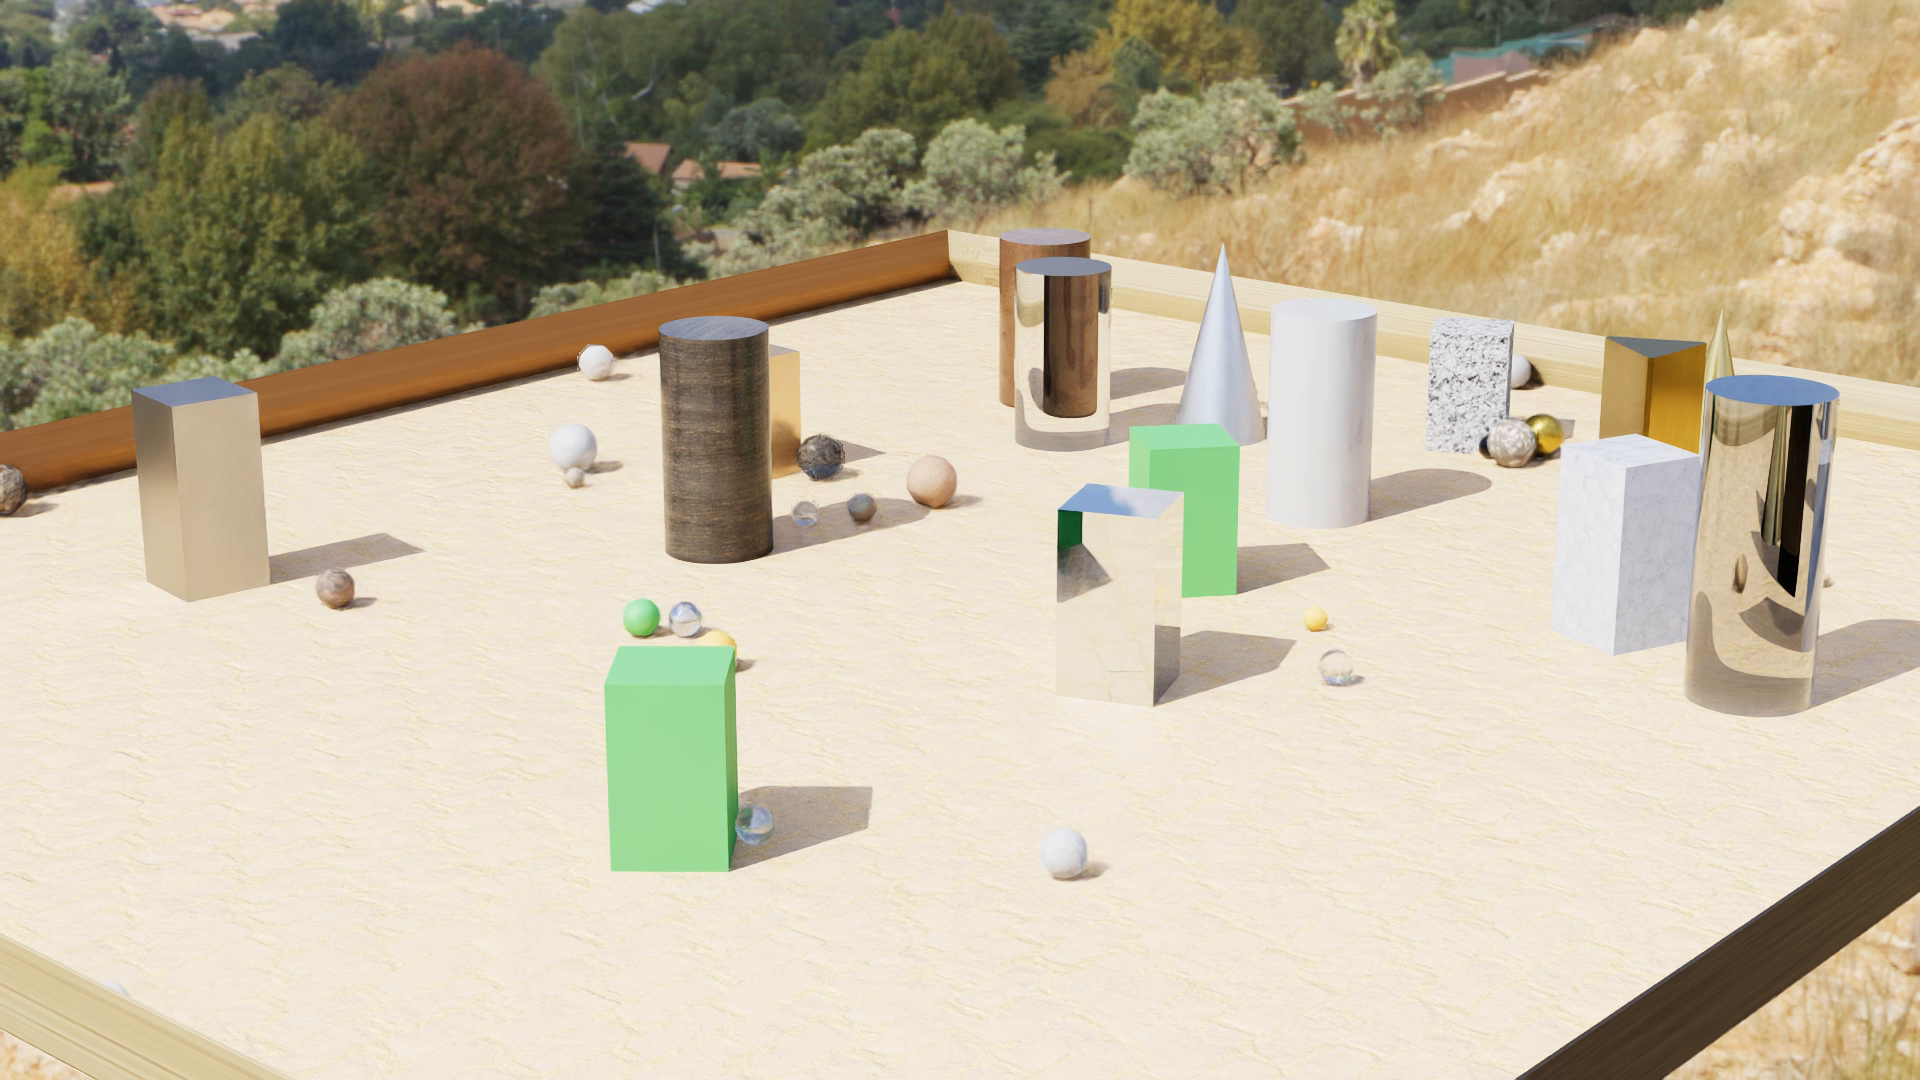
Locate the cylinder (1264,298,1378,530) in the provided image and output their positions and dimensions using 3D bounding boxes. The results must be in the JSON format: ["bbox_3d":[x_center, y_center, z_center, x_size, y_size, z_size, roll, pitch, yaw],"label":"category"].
[{"bbox_3d":[0.684,-0.241,5.561,0.199,0.401,0.199,0,17,0],"label":"cylinder"}]

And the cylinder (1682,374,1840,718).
[{"bbox_3d":[1.245,0.008,4.566,0.199,0.498,0.199,0,17,0],"label":"cylinder"}]

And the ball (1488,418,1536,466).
[{"bbox_3d":[1.118,-0.198,5.942,0.098,0.098,0.098,0,17,0],"label":"ball"}]

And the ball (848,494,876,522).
[{"bbox_3d":[-0.186,-0.061,5.563,0.055,0.055,0.055,0,17,0],"label":"ball"}]

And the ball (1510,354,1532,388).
[{"bbox_3d":[1.243,-0.379,6.580,0.078,0.078,0.078,0,17,0],"label":"ball"}]

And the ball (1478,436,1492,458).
[{"bbox_3d":[1.086,-0.191,6.008,0.047,0.047,0.047,0,17,0],"label":"ball"}]

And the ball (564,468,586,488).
[{"bbox_3d":[-0.760,-0.122,5.791,0.041,0.041,0.041,0,17,0],"label":"ball"}]

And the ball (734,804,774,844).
[{"bbox_3d":[-0.284,0.394,4.053,0.055,0.055,0.055,0,17,0],"label":"ball"}]

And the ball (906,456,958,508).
[{"bbox_3d":[-0.054,-0.113,5.658,0.100,0.100,0.100,0,17,0],"label":"ball"}]

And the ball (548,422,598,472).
[{"bbox_3d":[-0.779,-0.186,5.900,0.100,0.100,0.100,0,17,0],"label":"ball"}]

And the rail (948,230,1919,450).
[{"bbox_3d":[1.321,-0.406,6.577,3.626,0.130,0.045,14,22,39],"label":"rail"}]

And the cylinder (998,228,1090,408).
[{"bbox_3d":[0.185,-0.485,6.432,0.199,0.367,0.199,0,17,0],"label":"cylinder"}]

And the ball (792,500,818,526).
[{"bbox_3d":[-0.292,-0.050,5.537,0.049,0.049,0.049,0,17,0],"label":"ball"}]

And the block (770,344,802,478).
[{"bbox_3d":[-0.432,-0.258,5.880,0.160,0.249,0.160,-15,22,-41],"label":"block"}]

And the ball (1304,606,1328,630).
[{"bbox_3d":[0.601,0.132,4.947,0.041,0.041,0.041,0,17,0],"label":"ball"}]

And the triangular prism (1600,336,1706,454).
[{"bbox_3d":[1.208,-0.152,5.250,0.173,0.410,0.150,-16,23,-42],"label":"triangular prism"}]

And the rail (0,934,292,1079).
[{"bbox_3d":[-1.321,0.471,3.663,3.626,0.130,0.045,14,22,39],"label":"rail"}]

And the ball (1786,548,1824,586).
[{"bbox_3d":[1.492,0.048,5.178,0.067,0.067,0.067,0,17,0],"label":"ball"}]

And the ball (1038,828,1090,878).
[{"bbox_3d":[0.140,0.421,3.941,0.068,0.068,0.068,0,17,0],"label":"ball"}]

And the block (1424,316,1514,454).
[{"bbox_3d":[1.059,-0.321,6.087,0.160,0.251,0.160,4,17,13],"label":"block"}]

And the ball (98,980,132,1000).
[{"bbox_3d":[-1.018,0.557,3.491,0.066,0.066,0.066,0,17,0],"label":"ball"}]

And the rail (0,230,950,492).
[{"bbox_3d":[-1.351,-0.306,6.243,0.045,0.130,4.077,14,22,39],"label":"rail"}]

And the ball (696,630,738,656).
[{"bbox_3d":[-0.394,0.179,4.746,0.066,0.066,0.066,0,17,0],"label":"ball"}]

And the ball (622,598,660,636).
[{"bbox_3d":[-0.534,0.130,4.915,0.064,0.064,0.064,0,17,0],"label":"ball"}]

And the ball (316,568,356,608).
[{"bbox_3d":[-1.078,0.083,5.061,0.068,0.068,0.068,0,17,0],"label":"ball"}]

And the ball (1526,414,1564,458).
[{"bbox_3d":[1.193,-0.215,6.014,0.089,0.089,0.089,0,17,0],"label":"ball"}]

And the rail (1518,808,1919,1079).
[{"bbox_3d":[1.351,0.371,3.996,0.045,0.130,4.077,14,22,39],"label":"rail"}]

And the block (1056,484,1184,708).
[{"bbox_3d":[0.253,0.085,4.640,0.160,0.307,0.160,6,18,18],"label":"block"}]

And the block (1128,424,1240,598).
[{"bbox_3d":[0.392,-0.052,5.159,0.160,0.270,0.160,-3,17,-9],"label":"block"}]

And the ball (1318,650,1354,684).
[{"bbox_3d":[0.600,0.203,4.683,0.057,0.057,0.057,0,17,0],"label":"ball"}]

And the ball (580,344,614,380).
[{"bbox_3d":[-0.823,-0.402,6.651,0.081,0.081,0.081,0,17,0],"label":"ball"}]

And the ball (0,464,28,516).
[{"bbox_3d":[-1.833,-0.096,5.604,0.098,0.098,0.098,0,17,0],"label":"ball"}]

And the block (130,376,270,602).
[{"bbox_3d":[-1.333,-0.091,5.150,0.160,0.351,0.160,-14,22,-38],"label":"block"}]

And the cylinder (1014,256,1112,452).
[{"bbox_3d":[0.214,-0.388,6.102,0.199,0.370,0.199,0,17,0],"label":"cylinder"}]

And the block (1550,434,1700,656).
[{"bbox_3d":[1.106,0.006,4.879,0.160,0.321,0.160,-9,19,-27],"label":"block"}]

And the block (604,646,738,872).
[{"bbox_3d":[-0.391,0.298,4.003,0.160,0.268,0.160,0,17,1],"label":"block"}]

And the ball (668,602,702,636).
[{"bbox_3d":[-0.460,0.133,4.916,0.058,0.058,0.058,0,17,0],"label":"ball"}]

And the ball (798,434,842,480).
[{"bbox_3d":[-0.279,-0.166,5.851,0.090,0.090,0.090,0,17,0],"label":"ball"}]

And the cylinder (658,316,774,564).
[{"bbox_3d":[-0.444,-0.183,5.345,0.199,0.415,0.199,0,17,0],"label":"cylinder"}]

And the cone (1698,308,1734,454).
[{"bbox_3d":[1.427,-0.240,5.543,0.199,0.409,0.199,0,17,0],"label":"cone"}]

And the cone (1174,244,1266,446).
[{"bbox_3d":[0.545,-0.420,6.130,0.199,0.414,0.199,0,17,0],"label":"cone"}]
